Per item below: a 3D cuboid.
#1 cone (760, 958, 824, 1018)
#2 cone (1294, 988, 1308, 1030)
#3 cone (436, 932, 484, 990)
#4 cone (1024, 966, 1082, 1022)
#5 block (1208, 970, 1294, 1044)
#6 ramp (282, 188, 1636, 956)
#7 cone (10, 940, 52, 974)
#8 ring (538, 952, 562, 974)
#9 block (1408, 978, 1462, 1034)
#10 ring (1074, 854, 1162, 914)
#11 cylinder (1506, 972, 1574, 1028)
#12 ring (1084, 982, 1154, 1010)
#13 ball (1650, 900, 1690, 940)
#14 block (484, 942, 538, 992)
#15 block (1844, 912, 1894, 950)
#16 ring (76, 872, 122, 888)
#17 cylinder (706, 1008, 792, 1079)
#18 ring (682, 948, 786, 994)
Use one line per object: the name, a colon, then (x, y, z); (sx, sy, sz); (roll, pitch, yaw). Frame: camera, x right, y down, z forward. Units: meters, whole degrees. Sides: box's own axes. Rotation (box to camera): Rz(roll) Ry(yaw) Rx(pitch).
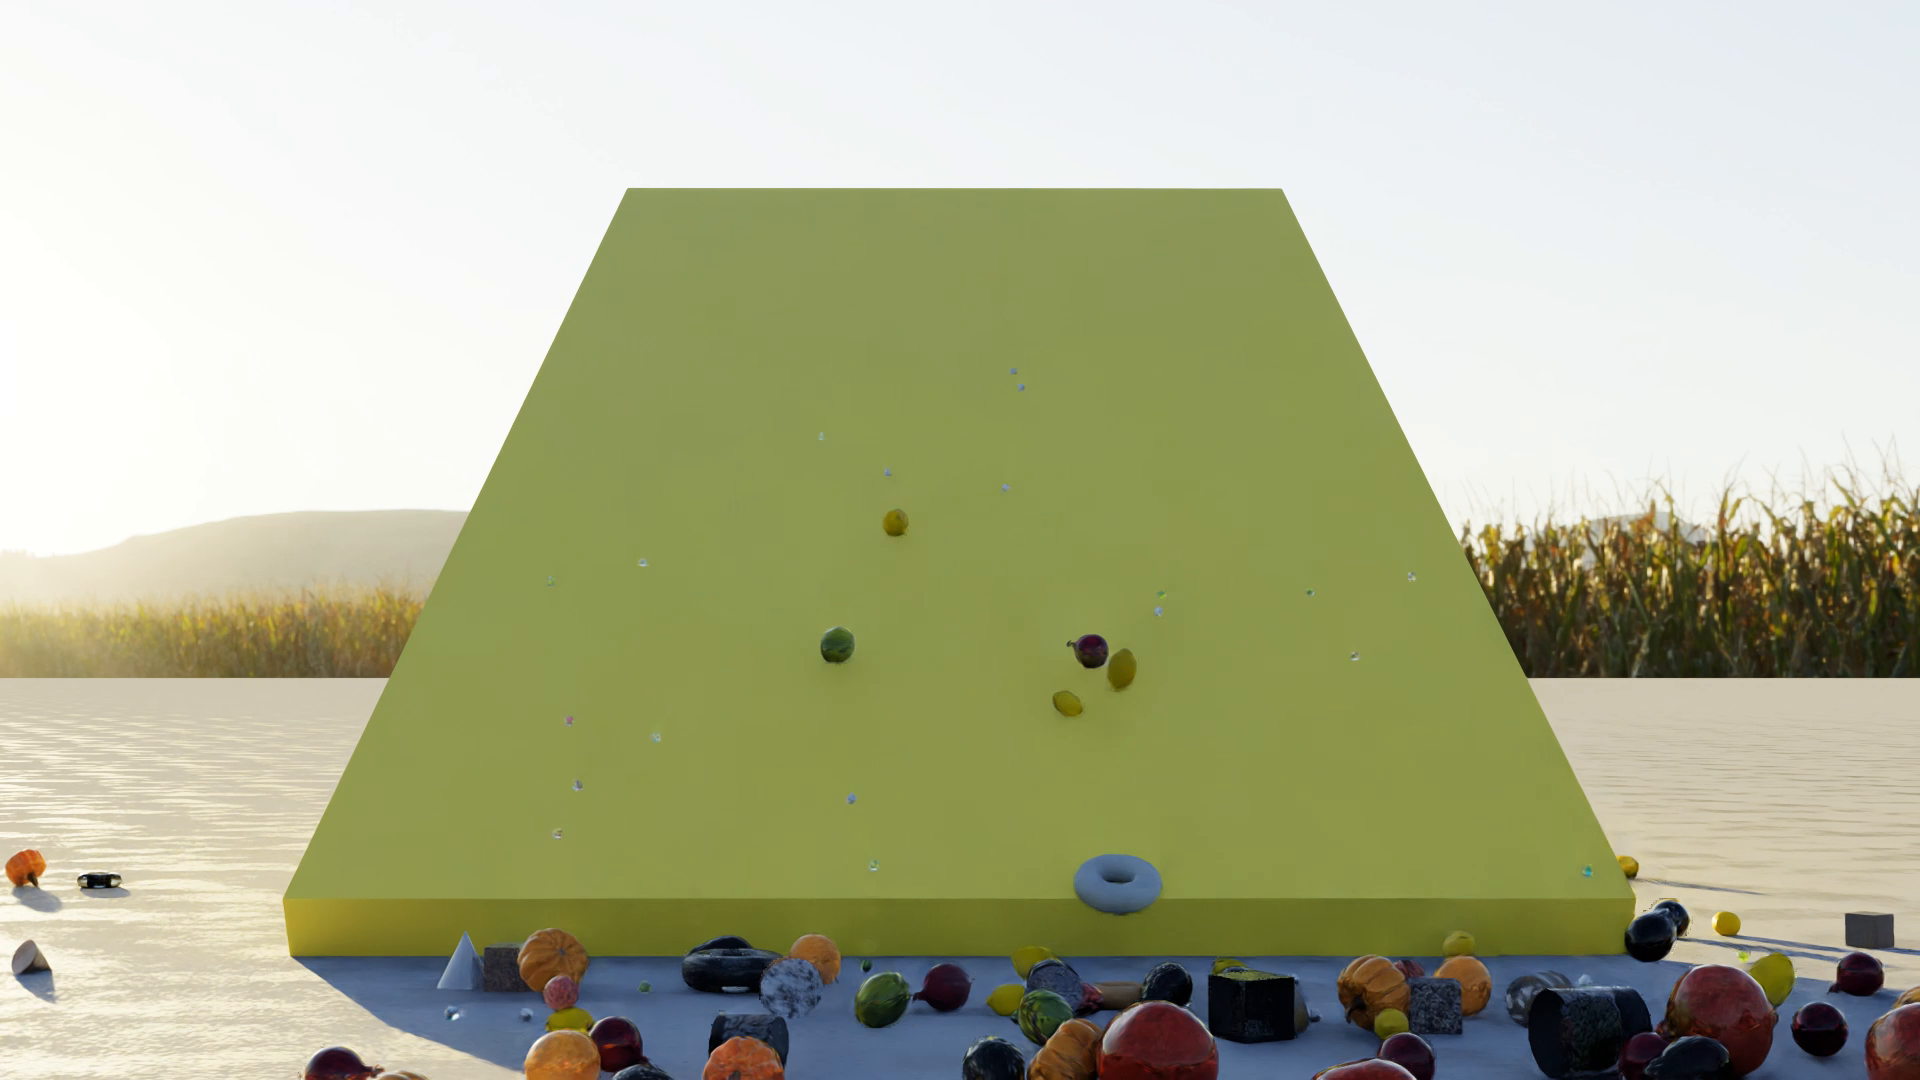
cone: (-0.207, 0.571, 2.890); (0.077, 0.077, 0.077); (0, -30, 0)
cone: (0.363, 0.565, 2.760); (0.072, 0.072, 0.072); (-35, -20, 24)
cone: (-0.669, 0.565, 3.138); (0.075, 0.075, 0.075); (0, -3, 0)
cone: (0.120, 0.571, 2.859); (0.071, 0.071, 0.071); (-1, -30, 10)
block: (0.338, 0.542, 2.695); (0.071, 0.071, 0.071); (2, -4, -30)
ramp: (-0.008, -0.227, 5.280); (2.000, 0.100, 4.000); (0, 24, 0)
cone: (-1.306, 0.600, 3.288); (0.051, 0.051, 0.051); (-2, -31, 37)
ring: (-0.599, 0.597, 3.271); (0.077, 0.026, 0.077); (-1, -3, 0)
block: (0.561, 0.551, 2.745); (0.058, 0.058, 0.058); (0, -3, 6)
ring: (0.234, 0.507, 3.429); (0.130, 0.043, 0.130); (1, 23, 0)
cylinder: (0.698, 0.551, 2.786); (0.062, 0.062, 0.062); (-3, -4, 42)
ring: (0.201, 0.576, 2.937); (0.089, 0.030, 0.089); (0, -5, 0)
ball: (1.026, 0.549, 3.357); (0.056, 0.056, 0.056); (0, -3, 0)
block: (-0.601, 0.572, 3.107); (0.058, 0.058, 0.058); (0, -3, 3)
block: (1.405, 0.602, 3.585); (0.051, 0.051, 0.051); (2, -4, -36)
ring: (-1.695, 0.670, 4.572); (0.086, 0.029, 0.086); (1, -3, 0)
cylinder: (-0.221, 0.529, 2.427); (0.065, 0.065, 0.065); (-21, -11, 22)
ring: (-0.301, 0.577, 3.113); (0.145, 0.048, 0.145); (1, -4, 0)
